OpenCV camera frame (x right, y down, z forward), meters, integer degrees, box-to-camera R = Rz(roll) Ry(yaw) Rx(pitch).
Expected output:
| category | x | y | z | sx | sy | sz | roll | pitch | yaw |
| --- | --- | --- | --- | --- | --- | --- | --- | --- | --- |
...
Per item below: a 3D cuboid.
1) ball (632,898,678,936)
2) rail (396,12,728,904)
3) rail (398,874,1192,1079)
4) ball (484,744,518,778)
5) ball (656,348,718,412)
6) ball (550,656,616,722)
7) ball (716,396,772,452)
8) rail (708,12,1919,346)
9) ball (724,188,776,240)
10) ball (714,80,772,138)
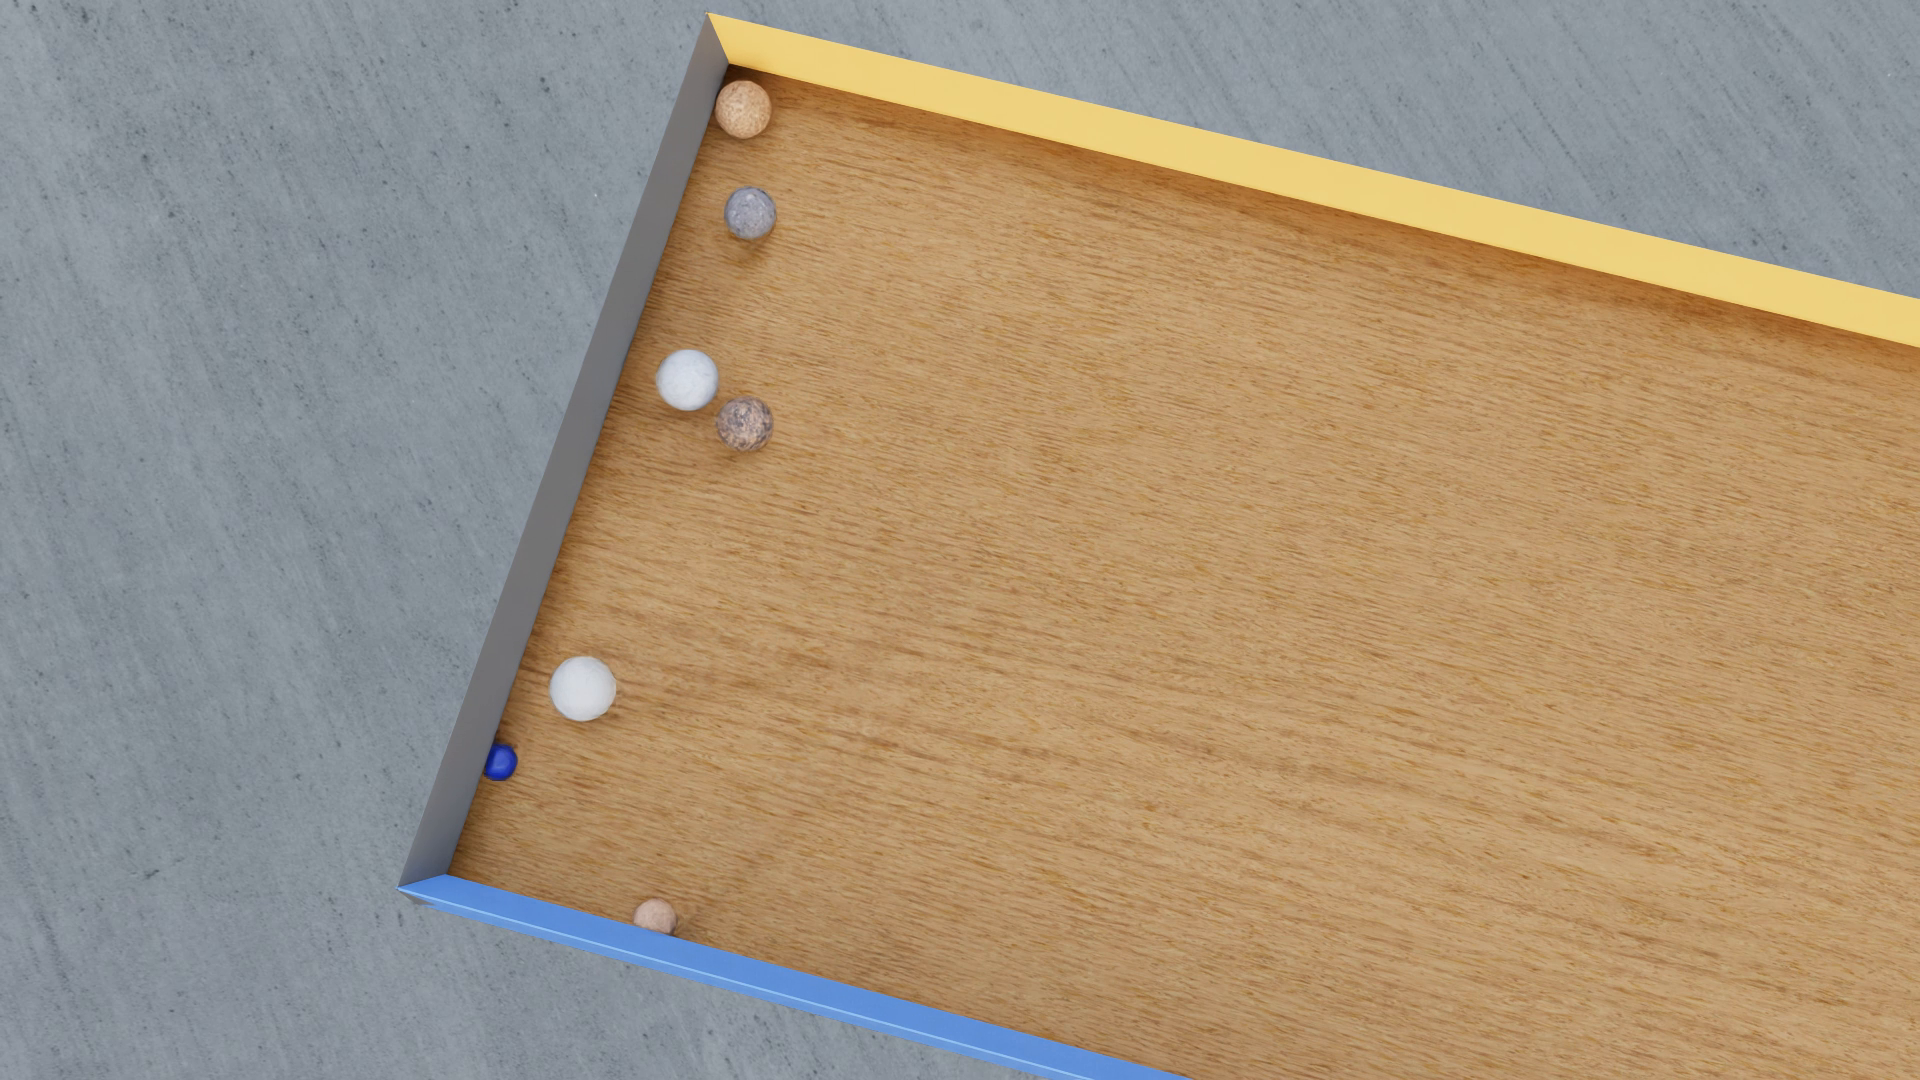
| category | x | y | z | sx | sy | sz | roll | pitch | yaw |
| --- | --- | --- | --- | --- | --- | --- | --- | --- | --- |
| ball | -0.448 | 0.560 | 3.230 | 0.065 | 0.065 | 0.065 | 0 | 71 | 0 |
| rail | -0.590 | -0.159 | 3.442 | 0.045 | 0.129 | 1.501 | 14 | 72 | 5 |
| rail | 0.424 | 0.812 | 3.108 | 2.541 | 0.129 | 0.045 | 14 | 72 | 5 |
| ball | -0.694 | 0.333 | 3.314 | 0.053 | 0.053 | 0.053 | 0 | 71 | 0 |
| ball | -0.433 | -0.254 | 3.492 | 0.099 | 0.099 | 0.099 | 0 | 71 | 0 |
| ball | -0.570 | 0.224 | 3.327 | 0.099 | 0.099 | 0.099 | 0 | 71 | 0 |
| ball | -0.341 | -0.183 | 3.473 | 0.088 | 0.088 | 0.088 | 0 | 71 | 0 |
| rail | 0.803 | -0.514 | 3.565 | 2.541 | 0.129 | 0.045 | 14 | 72 | 5 |
| ball | -0.344 | -0.534 | 3.596 | 0.084 | 0.084 | 0.084 | 0 | 71 | 0 |
| ball | -0.360 | -0.716 | 3.653 | 0.094 | 0.094 | 0.094 | 0 | 71 | 0 |
